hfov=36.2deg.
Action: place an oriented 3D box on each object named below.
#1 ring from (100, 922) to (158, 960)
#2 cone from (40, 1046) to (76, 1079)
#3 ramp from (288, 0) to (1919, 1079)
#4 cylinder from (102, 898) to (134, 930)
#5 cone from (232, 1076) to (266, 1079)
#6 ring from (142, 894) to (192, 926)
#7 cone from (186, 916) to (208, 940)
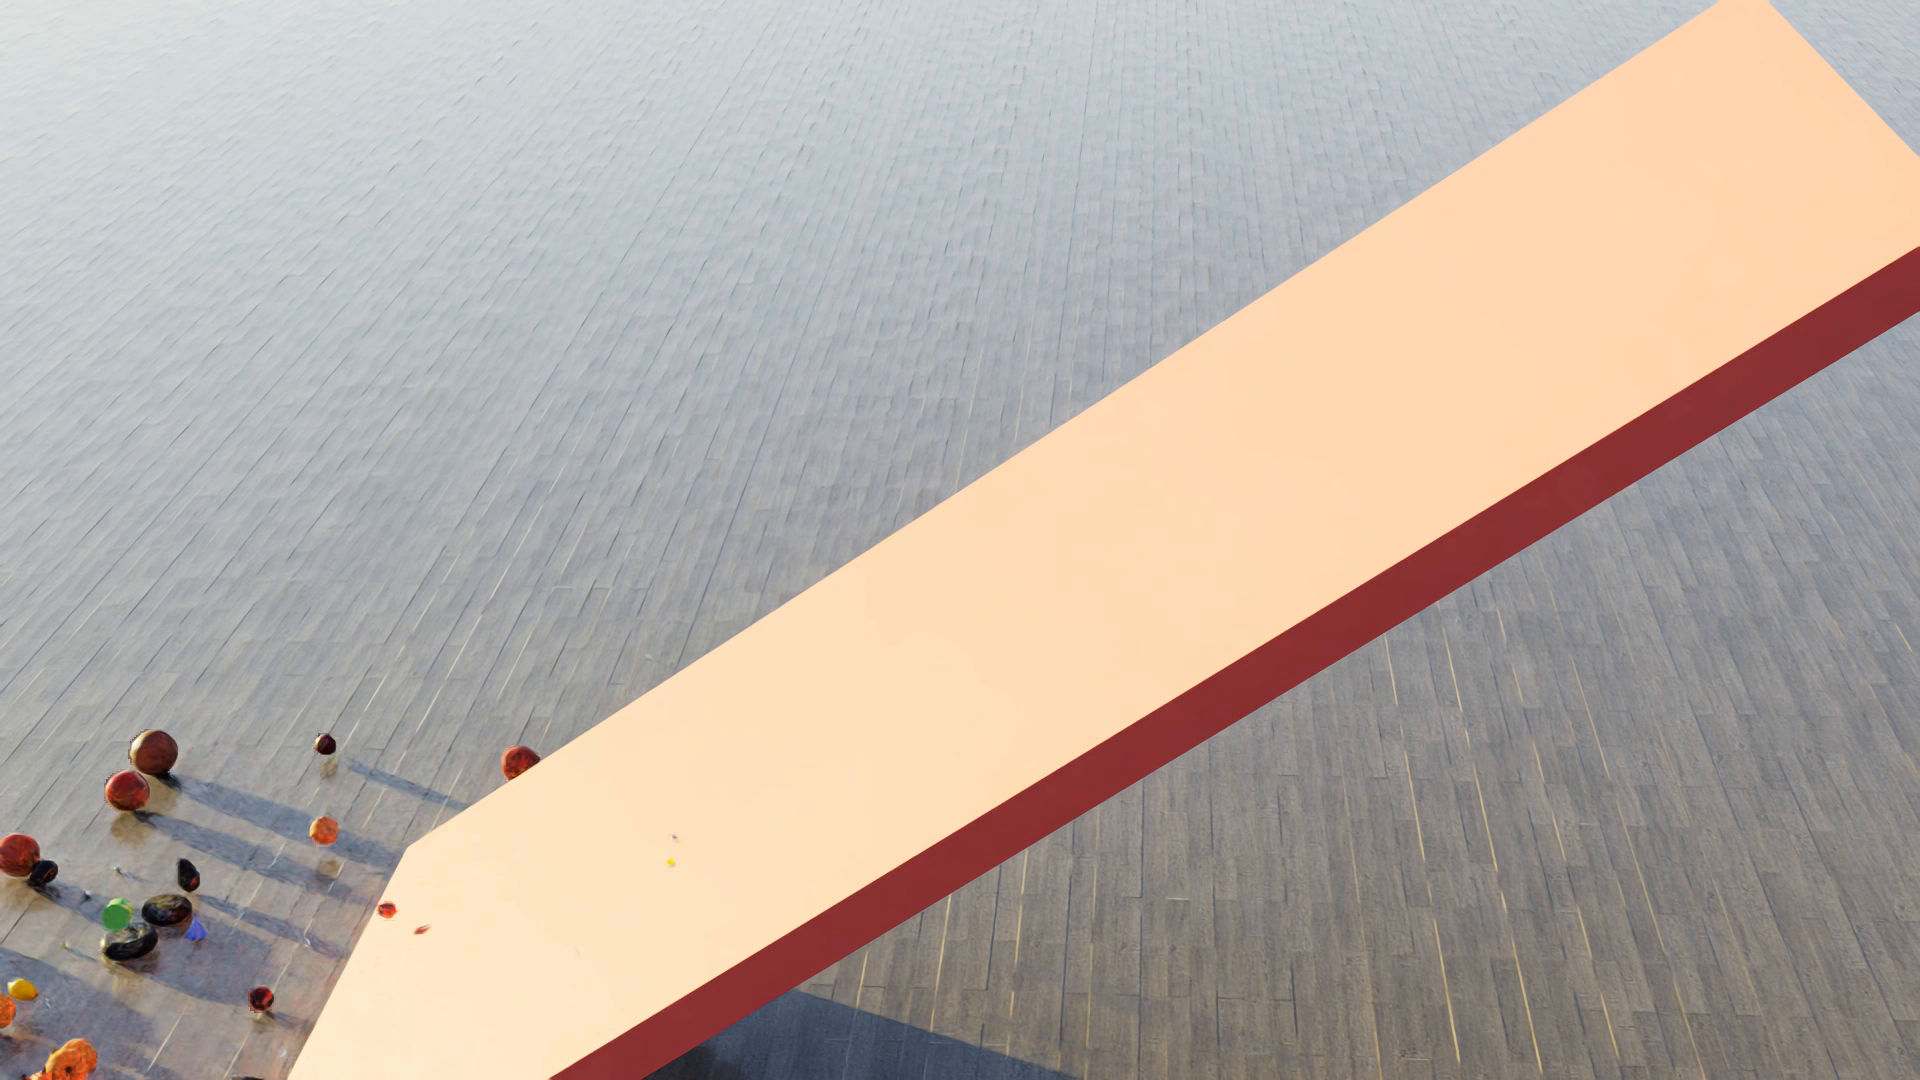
[{"bbox_3d":[-2.089,1.010,7.396,0.143,0.048,0.143,-3,23,1],"label":"ring"},{"bbox_3d":[-2.101,1.211,6.838,0.082,0.082,0.082,0,21,0],"label":"cone"},{"bbox_3d":[0.135,0.174,6.308,4.000,0.100,2.000,-33,16,15],"label":"ramp"},{"bbox_3d":[-2.106,0.936,7.354,0.066,0.066,0.066,-2,7,-6],"label":"cylinder"},{"bbox_3d":[-1.623,1.247,6.742,0.067,0.067,0.067,-21,23,-2],"label":"cone"},{"bbox_3d":[-2.038,0.950,7.557,0.127,0.042,0.127,1,21,0],"label":"ring"},{"bbox_3d":[-1.940,0.979,7.467,0.054,0.054,0.054,0,21,0],"label":"cone"}]
